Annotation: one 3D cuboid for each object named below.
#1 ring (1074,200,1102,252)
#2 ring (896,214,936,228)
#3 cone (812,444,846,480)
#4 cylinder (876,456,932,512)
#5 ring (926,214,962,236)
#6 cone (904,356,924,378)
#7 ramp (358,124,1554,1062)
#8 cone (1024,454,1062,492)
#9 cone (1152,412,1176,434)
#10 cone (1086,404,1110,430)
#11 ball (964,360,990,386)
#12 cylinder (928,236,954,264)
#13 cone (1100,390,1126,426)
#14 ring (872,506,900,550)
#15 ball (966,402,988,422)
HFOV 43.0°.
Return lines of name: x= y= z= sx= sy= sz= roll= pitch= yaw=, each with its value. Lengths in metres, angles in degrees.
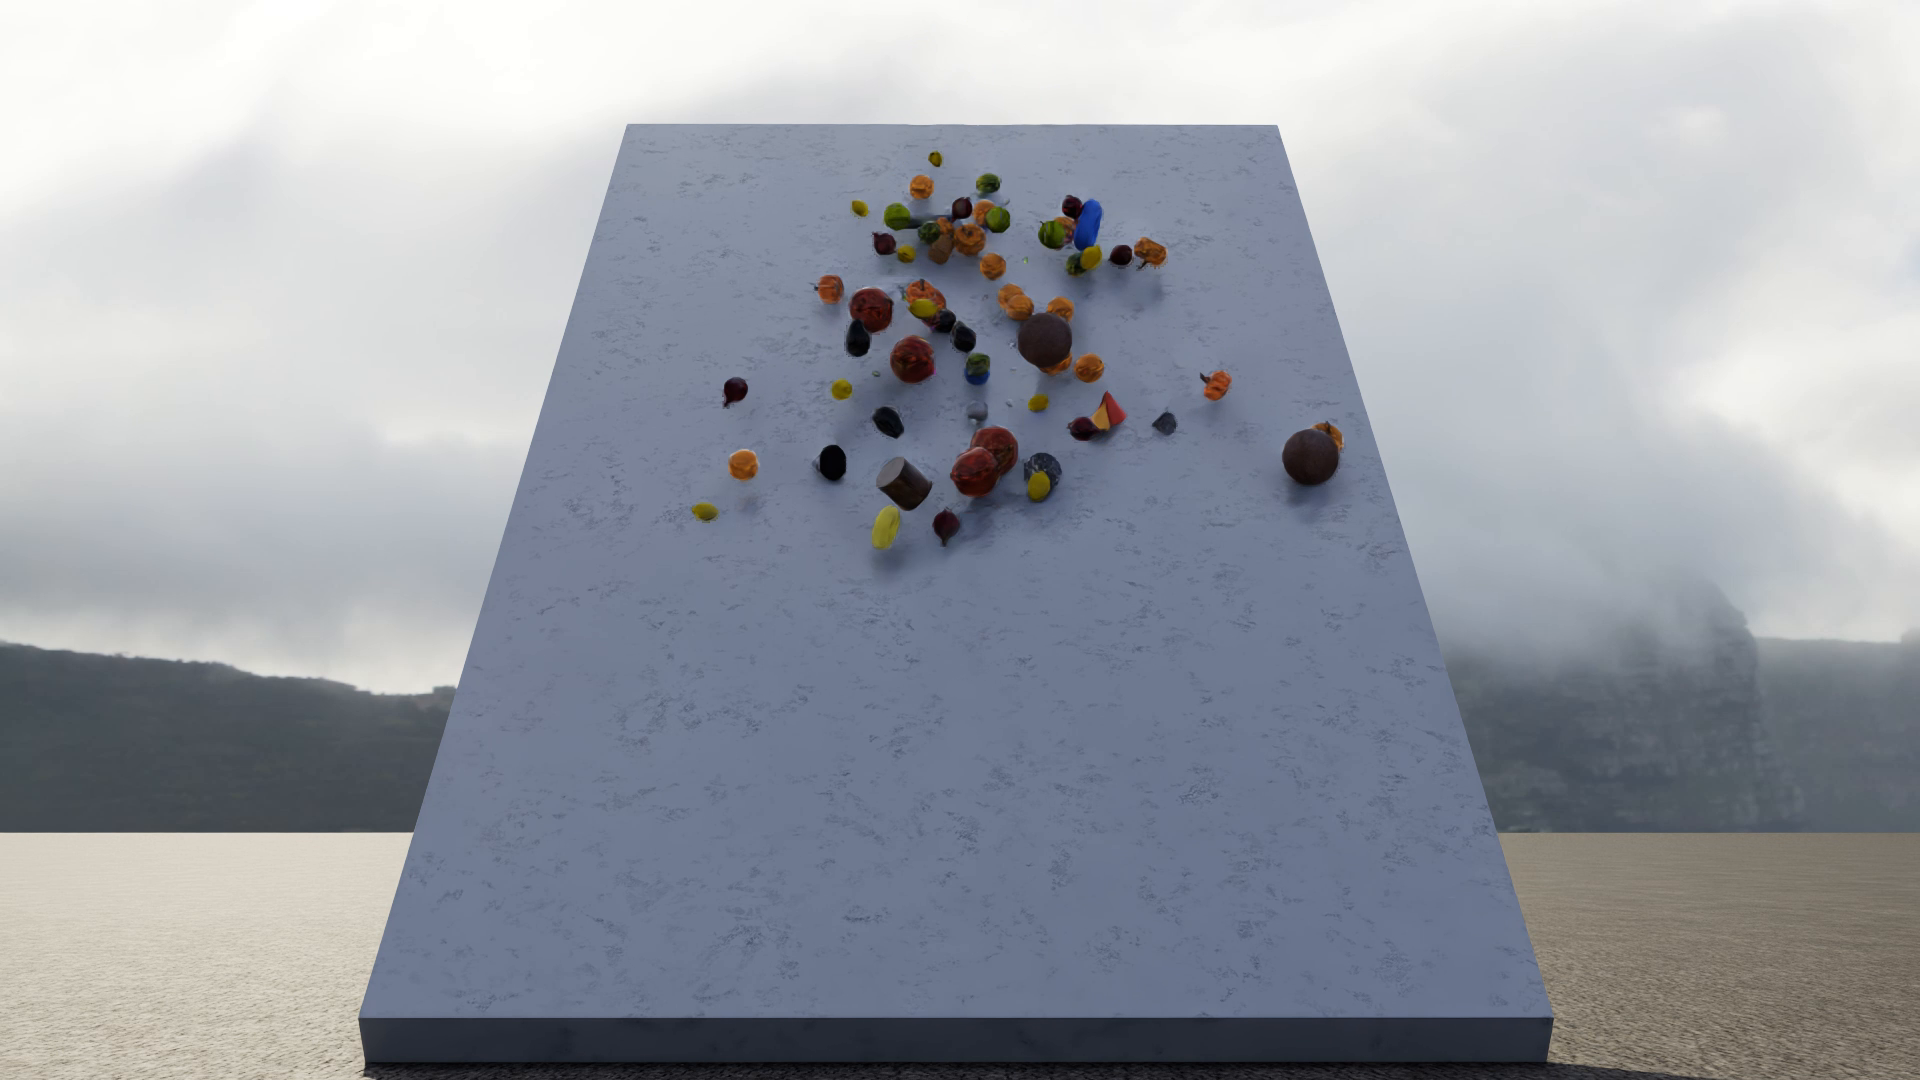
ring: x=0.345 y=-0.847 z=6.569 sx=0.048 sy=0.145 sz=0.145 roll=14 pitch=-4 yaw=10
ring: x=-0.122 y=-0.882 z=6.727 sx=0.115 sy=0.038 sz=0.115 roll=-3 pitch=8 yaw=0
cone: x=-0.320 y=-0.177 z=5.631 sx=0.083 sy=0.083 sz=0.083 roll=6 pitch=-5 yaw=-42
cylinder: x=-0.125 y=-0.124 z=5.397 sx=0.088 sy=0.088 sz=0.088 roll=43 pitch=-29 yaw=-27
ring: x=-0.045 y=-0.878 z=6.794 sx=0.103 sy=0.034 sz=0.103 roll=0 pitch=32 yaw=0
cone: x=-0.128 y=-0.431 z=6.062 sx=0.053 sy=0.053 sz=0.053 roll=4 pitch=4 yaw=-32
ramp: x=-0.014 y=-0.198 z=5.805 sx=2.000 sy=0.100 sz=4.000 roll=0 pitch=31 yaw=0
cone: x=0.200 y=-0.157 z=5.604 sx=0.090 sy=0.090 sz=0.090 roll=-1 pitch=8 yaw=12
cone: x=0.476 y=-0.277 z=5.818 sx=0.055 sy=0.055 sz=0.055 roll=6 pitch=-8 yaw=-42
cone: x=0.336 y=-0.298 z=5.784 sx=0.063 sy=0.063 sz=0.063 roll=13 pitch=6 yaw=-1
ball: x=0.041 y=-0.411 z=6.000 sx=0.062 sy=0.062 sz=0.062 roll=0 pitch=-7 yaw=0
cylinder: x=-0.051 y=-0.789 z=6.614 sx=0.055 sy=0.055 sz=0.055 roll=16 pitch=-39 yaw=13
cone: x=0.355 y=-0.327 z=5.839 sx=0.077 sy=0.077 sz=0.077 roll=-7 pitch=34 yaw=5
ring: x=-0.162 y=-0.027 z=5.311 sx=0.033 sy=0.100 sz=0.100 roll=19 pitch=-2 yaw=15
ball: x=0.040 y=-0.308 z=5.842 sx=0.051 sy=0.051 sz=0.051 roll=0 pitch=-7 yaw=0
